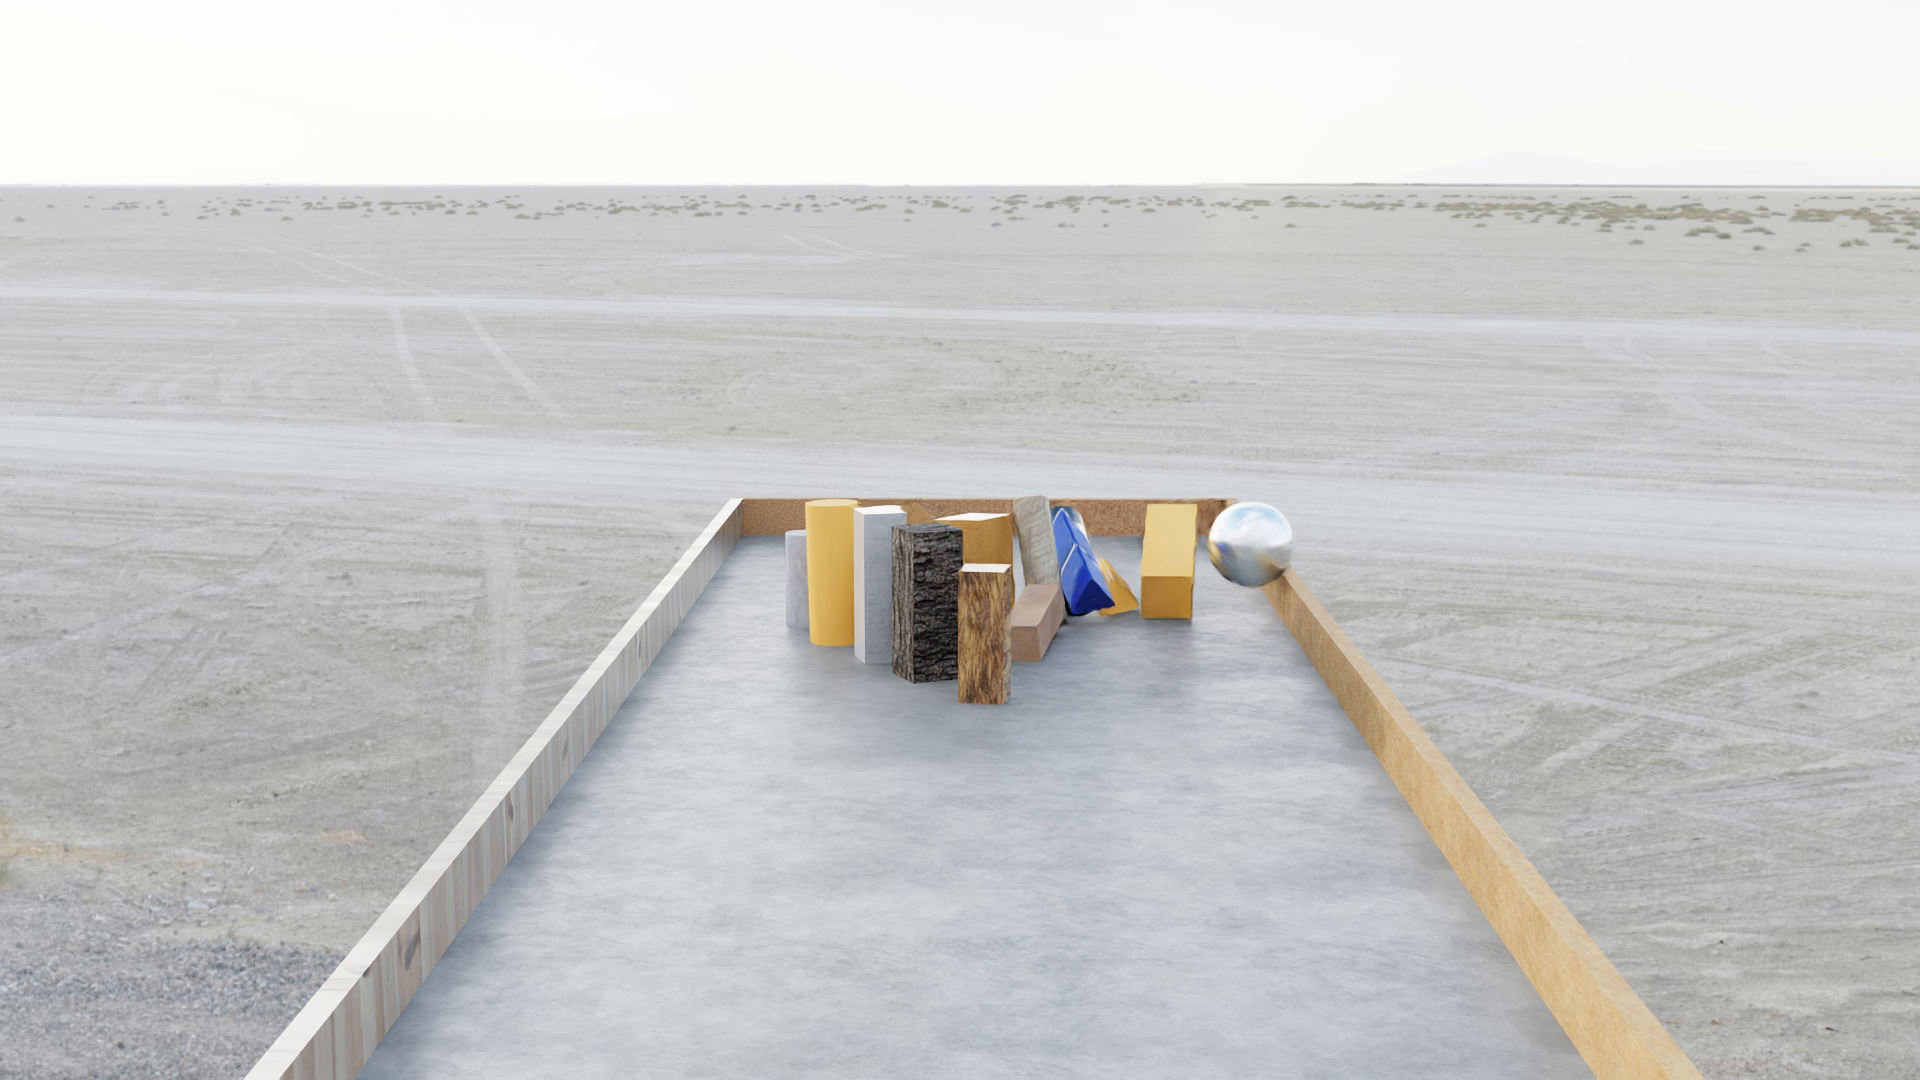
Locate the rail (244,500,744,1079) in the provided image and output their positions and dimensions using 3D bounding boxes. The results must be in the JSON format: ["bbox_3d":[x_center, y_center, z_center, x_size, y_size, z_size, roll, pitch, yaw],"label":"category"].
[{"bbox_3d":[-1.004,0.839,3.234,0.050,0.150,12.000,0,9,1],"label":"rail"}]

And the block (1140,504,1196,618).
[{"bbox_3d":[0.714,0.069,7.497,0.170,0.170,0.441,1,33,8],"label":"block"}]

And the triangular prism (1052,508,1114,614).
[{"bbox_3d":[0.387,0.060,7.270,0.141,0.122,0.435,-11,34,-6],"label":"triangular prism"}]

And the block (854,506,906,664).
[{"bbox_3d":[-0.243,0.136,6.691,0.131,0.457,0.131,-3,9,-16],"label":"block"}]

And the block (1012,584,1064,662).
[{"bbox_3d":[0.228,0.255,6.839,0.112,0.112,0.420,-2,16,13],"label":"block"}]

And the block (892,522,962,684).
[{"bbox_3d":[-0.096,0.183,6.446,0.158,0.441,0.158,-4,10,-25],"label":"block"}]

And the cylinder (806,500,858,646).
[{"bbox_3d":[-0.399,0.100,6.956,0.166,0.440,0.166,-1,8,0],"label":"cylinder"}]

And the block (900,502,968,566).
[{"bbox_3d":[-0.100,0.114,6.865,0.174,0.435,0.174,-20,-24,-51],"label":"block"}]

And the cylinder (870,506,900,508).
[{"bbox_3d":[-0.231,0.090,7.194,0.147,0.390,0.147,0,9,0],"label":"cylinder"}]

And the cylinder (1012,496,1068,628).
[{"bbox_3d":[0.260,0.074,7.147,0.118,0.424,0.118,-8,-12,-2],"label":"cylinder"}]

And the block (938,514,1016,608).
[{"bbox_3d":[0.055,0.102,7.189,0.172,0.358,0.172,2,8,38],"label":"block"}]

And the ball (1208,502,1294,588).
[{"bbox_3d":[0.970,0.015,7.331,0.288,0.288,0.288,0,9,0],"label":"ball"}]

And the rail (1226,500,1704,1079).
[{"bbox_3d":[1.046,0.843,3.208,0.050,0.150,12.000,0,9,1],"label":"rail"}]

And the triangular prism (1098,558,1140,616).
[{"bbox_3d":[0.519,0.150,7.579,0.137,0.119,0.417,-13,9,0],"label":"triangular prism"}]

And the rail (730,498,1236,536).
[{"bbox_3d":[0.099,-0.098,9.147,2.100,0.150,0.050,0,9,1],"label":"rail"}]

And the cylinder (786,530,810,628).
[{"bbox_3d":[-0.508,0.127,7.227,0.128,0.306,0.128,0,9,0],"label":"cylinder"}]

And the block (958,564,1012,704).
[{"bbox_3d":[0.069,0.262,6.163,0.129,0.373,0.129,2,9,11],"label":"block"}]

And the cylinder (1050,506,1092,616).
[{"bbox_3d":[0.372,0.070,7.522,0.163,0.163,0.442,-1,33,-5],"label":"cylinder"}]
